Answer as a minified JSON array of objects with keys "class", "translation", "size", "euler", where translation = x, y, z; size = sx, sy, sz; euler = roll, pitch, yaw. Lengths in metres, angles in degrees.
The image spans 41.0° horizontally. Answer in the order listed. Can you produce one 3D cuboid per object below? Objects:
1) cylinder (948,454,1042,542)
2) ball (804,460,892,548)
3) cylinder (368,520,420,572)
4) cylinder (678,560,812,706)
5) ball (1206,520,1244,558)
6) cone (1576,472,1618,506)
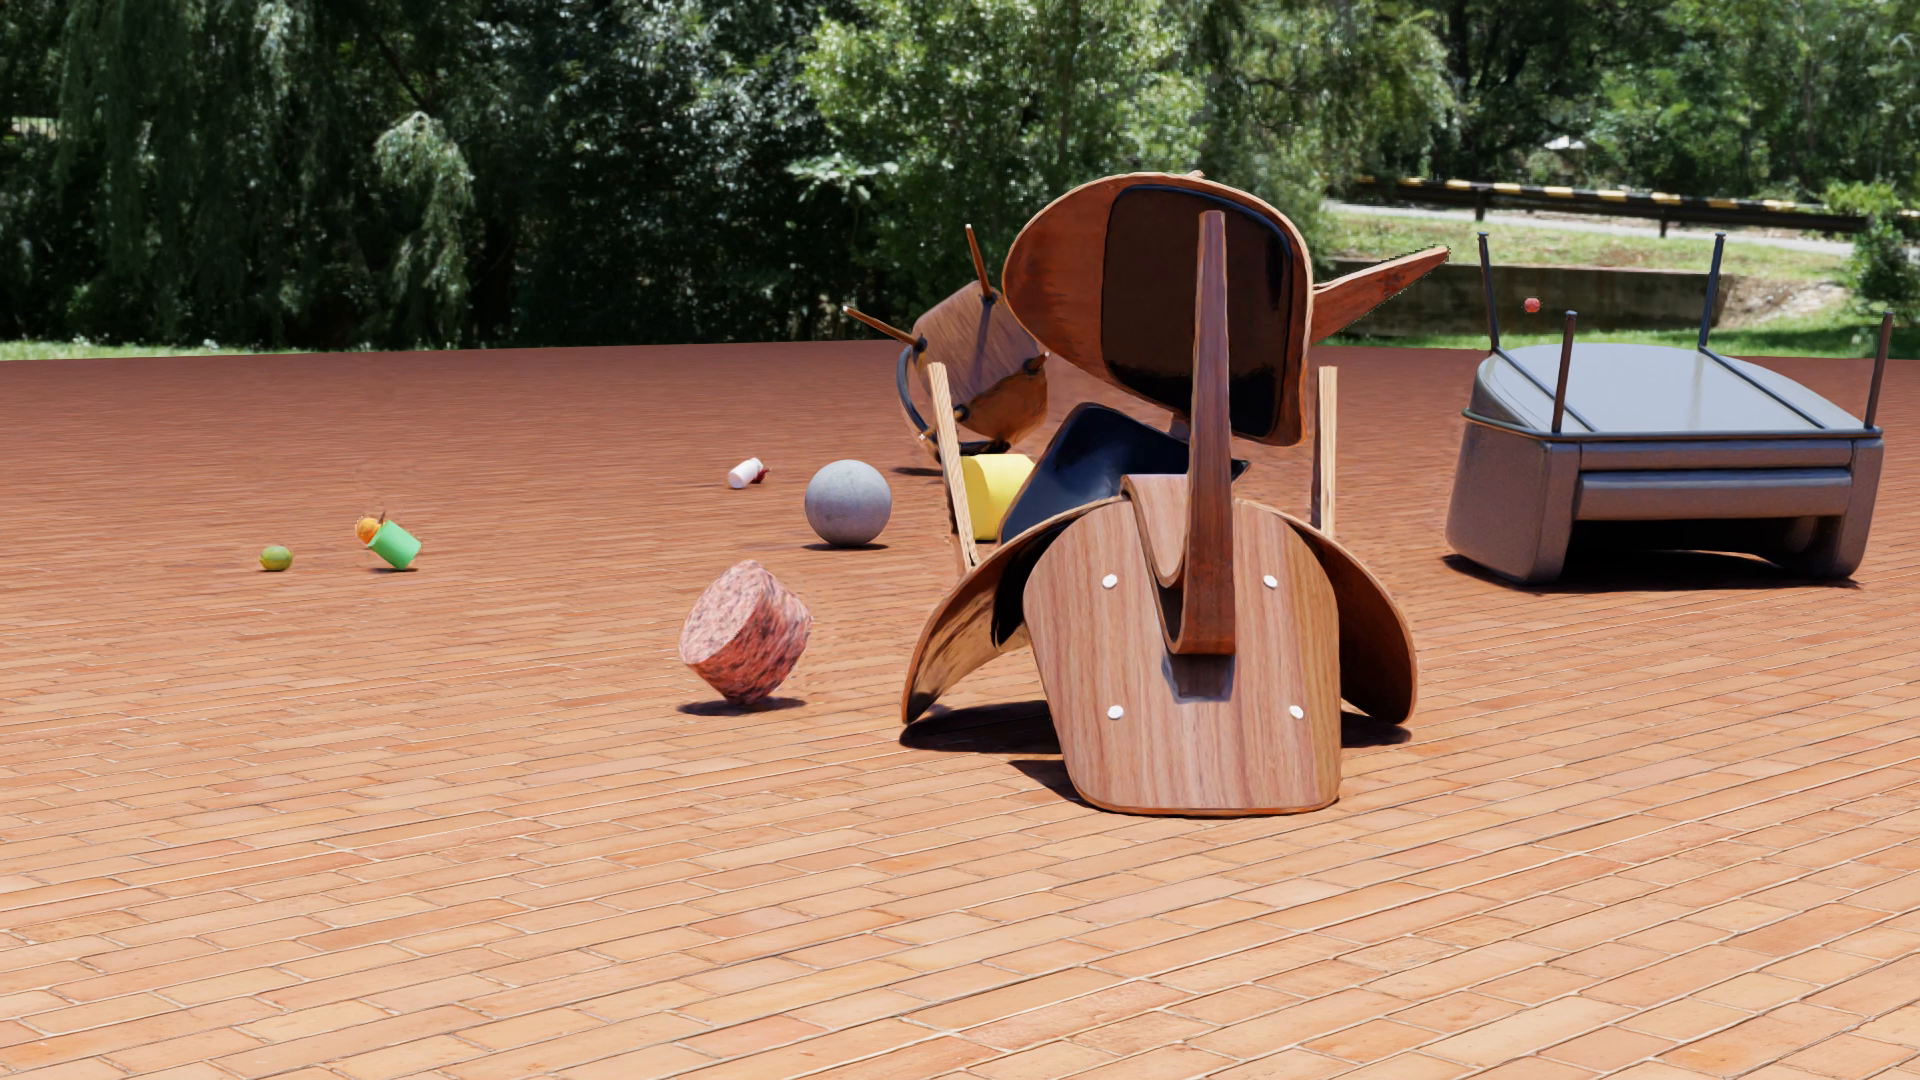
[{"class":"cylinder","translation":[0.086,-0.107,6.415],"size":[0.160,0.213,0.181],"euler":[-4,3,-34]},{"class":"ball","translation":[-0.271,-0.089,6.237],"size":[0.213,0.213,0.213],"euler":[0,6,0]},{"class":"cylinder","translation":[-1.265,0.012,5.740],"size":[0.087,0.072,0.105],"euler":[40,14,-17]},{"class":"cylinder","translation":[-0.328,0.143,3.927],"size":[0.137,0.191,0.122],"euler":[14,-24,49]},{"class":"ball","translation":[0.622,-0.004,6.010],"size":[0.090,0.090,0.090],"euler":[0,6,0]},{"class":"cone","translation":[1.802,-0.133,7.355],"size":[0.095,0.101,0.157],"euler":[-18,15,-14]}]
